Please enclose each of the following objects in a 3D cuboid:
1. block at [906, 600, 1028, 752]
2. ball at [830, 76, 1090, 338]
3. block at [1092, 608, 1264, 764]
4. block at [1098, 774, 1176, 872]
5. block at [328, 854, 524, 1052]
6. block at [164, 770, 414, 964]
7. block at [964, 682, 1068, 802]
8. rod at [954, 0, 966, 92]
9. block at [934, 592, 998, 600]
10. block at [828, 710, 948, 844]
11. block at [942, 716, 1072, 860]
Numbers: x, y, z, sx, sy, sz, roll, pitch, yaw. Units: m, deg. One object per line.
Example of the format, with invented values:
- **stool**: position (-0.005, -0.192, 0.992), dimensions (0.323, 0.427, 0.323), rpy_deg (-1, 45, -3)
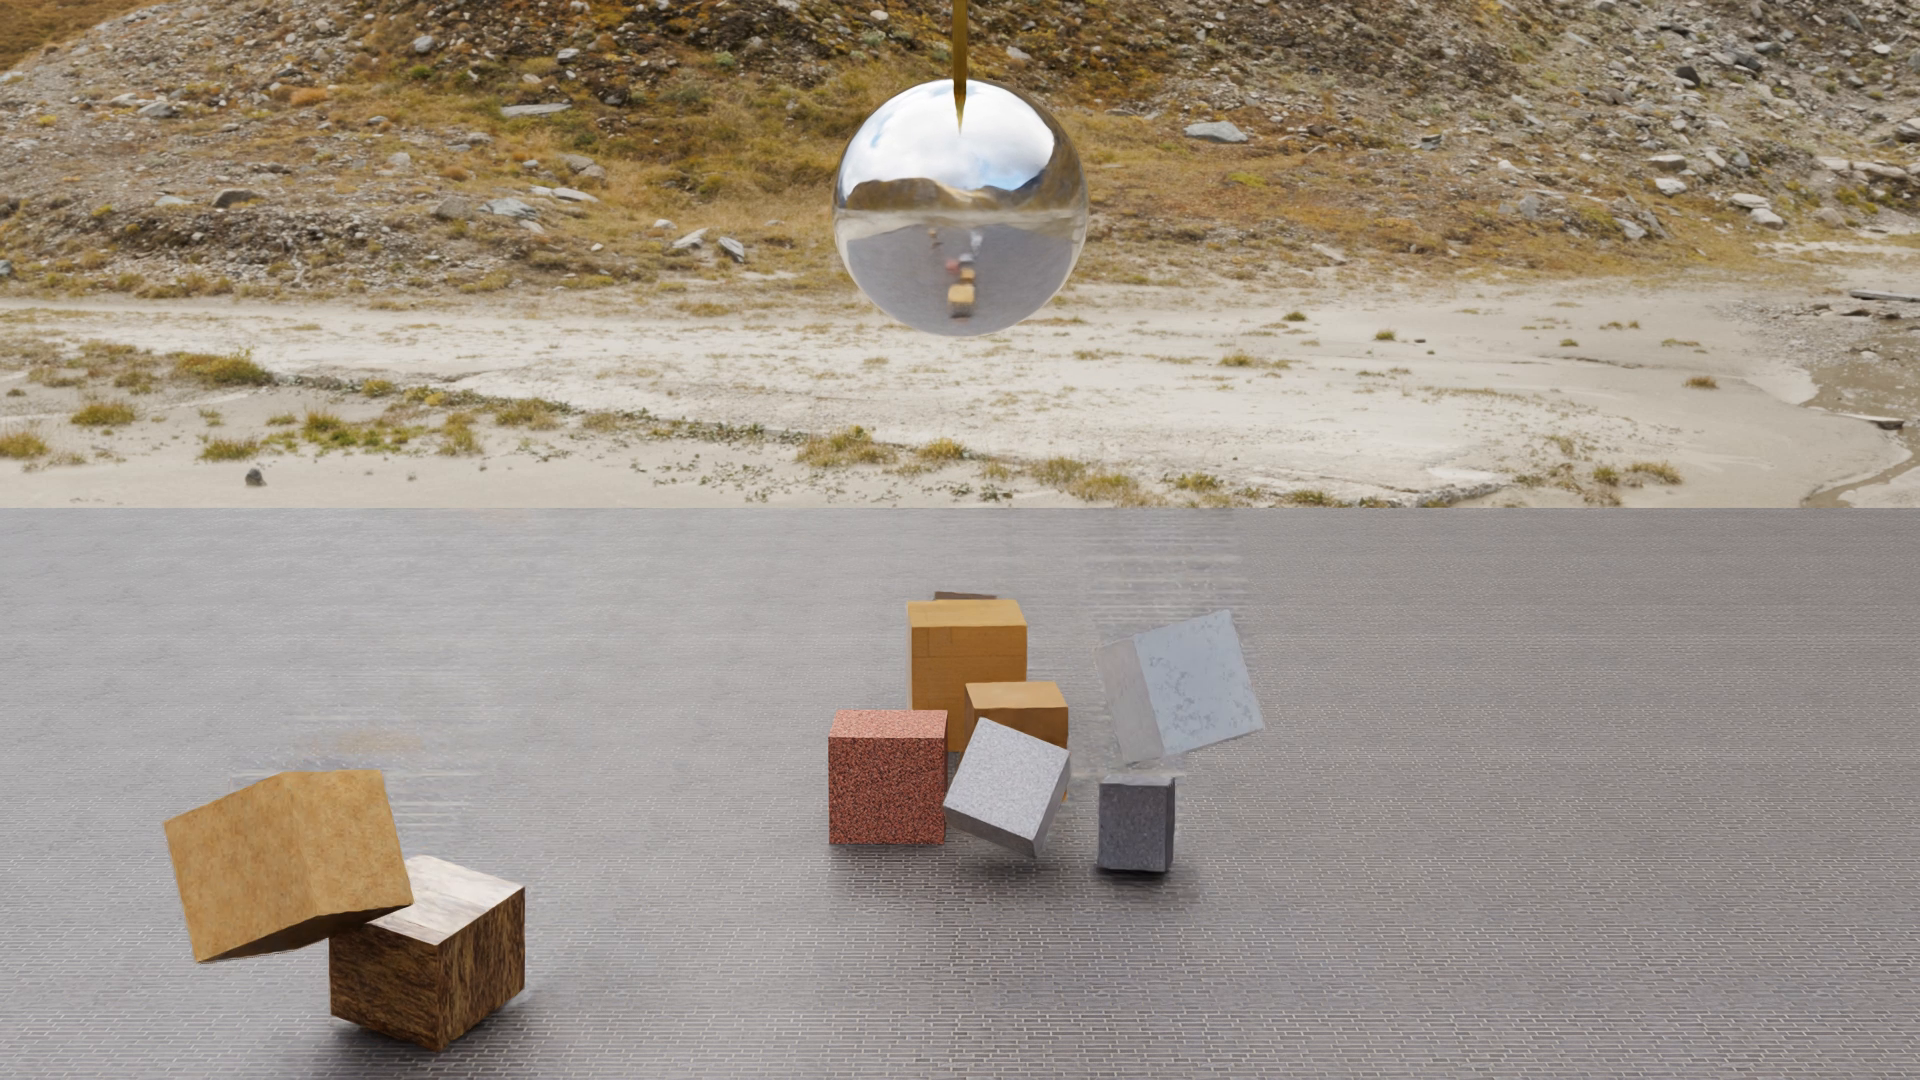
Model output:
- **block**: position (0.031, 0.798, 13.093), dimensions (0.667, 0.745, 0.729), rpy_deg (-1, 10, -4)
- **ball**: position (0.000, -2.055, 13.612), dimensions (1.600, 1.600, 1.600), rpy_deg (0, 10, 0)
- **block**: position (0.999, 0.682, 10.158), dimensions (0.490, 0.561, 0.541), rpy_deg (-14, -5, -18)
- **block**: position (0.862, 1.372, 10.723), dimensions (0.324, 0.409, 0.360), rpy_deg (1, 2, 12)
- **block**: position (-2.138, 1.648, 8.841), dimensions (0.527, 0.473, 0.564), rpy_deg (12, 21, 23)
- **block**: position (-2.534, 1.225, 8.322), dimensions (0.588, 0.542, 0.557), rpy_deg (-23, -13, 21)
- **block**: position (0.302, 1.102, 12.023), dimensions (0.502, 0.529, 0.566), rpy_deg (-1, 10, -5)
- **rod**: position (0.000, -4.745, 11.533), dimensions (0.080, 5.200, 0.080), rpy_deg (0, 38, 0)
- **block**: position (0.058, 0.628, 14.471), dimensions (0.418, 0.413, 0.435), rpy_deg (4, -24, 20)
- **block**: position (-0.363, 1.214, 11.336), dimensions (0.580, 0.555, 0.547), rpy_deg (0, 10, 2)
- **block**: position (0.239, 1.217, 10.753), dimensions (0.466, 0.471, 0.471), rpy_deg (20, -17, 11)
